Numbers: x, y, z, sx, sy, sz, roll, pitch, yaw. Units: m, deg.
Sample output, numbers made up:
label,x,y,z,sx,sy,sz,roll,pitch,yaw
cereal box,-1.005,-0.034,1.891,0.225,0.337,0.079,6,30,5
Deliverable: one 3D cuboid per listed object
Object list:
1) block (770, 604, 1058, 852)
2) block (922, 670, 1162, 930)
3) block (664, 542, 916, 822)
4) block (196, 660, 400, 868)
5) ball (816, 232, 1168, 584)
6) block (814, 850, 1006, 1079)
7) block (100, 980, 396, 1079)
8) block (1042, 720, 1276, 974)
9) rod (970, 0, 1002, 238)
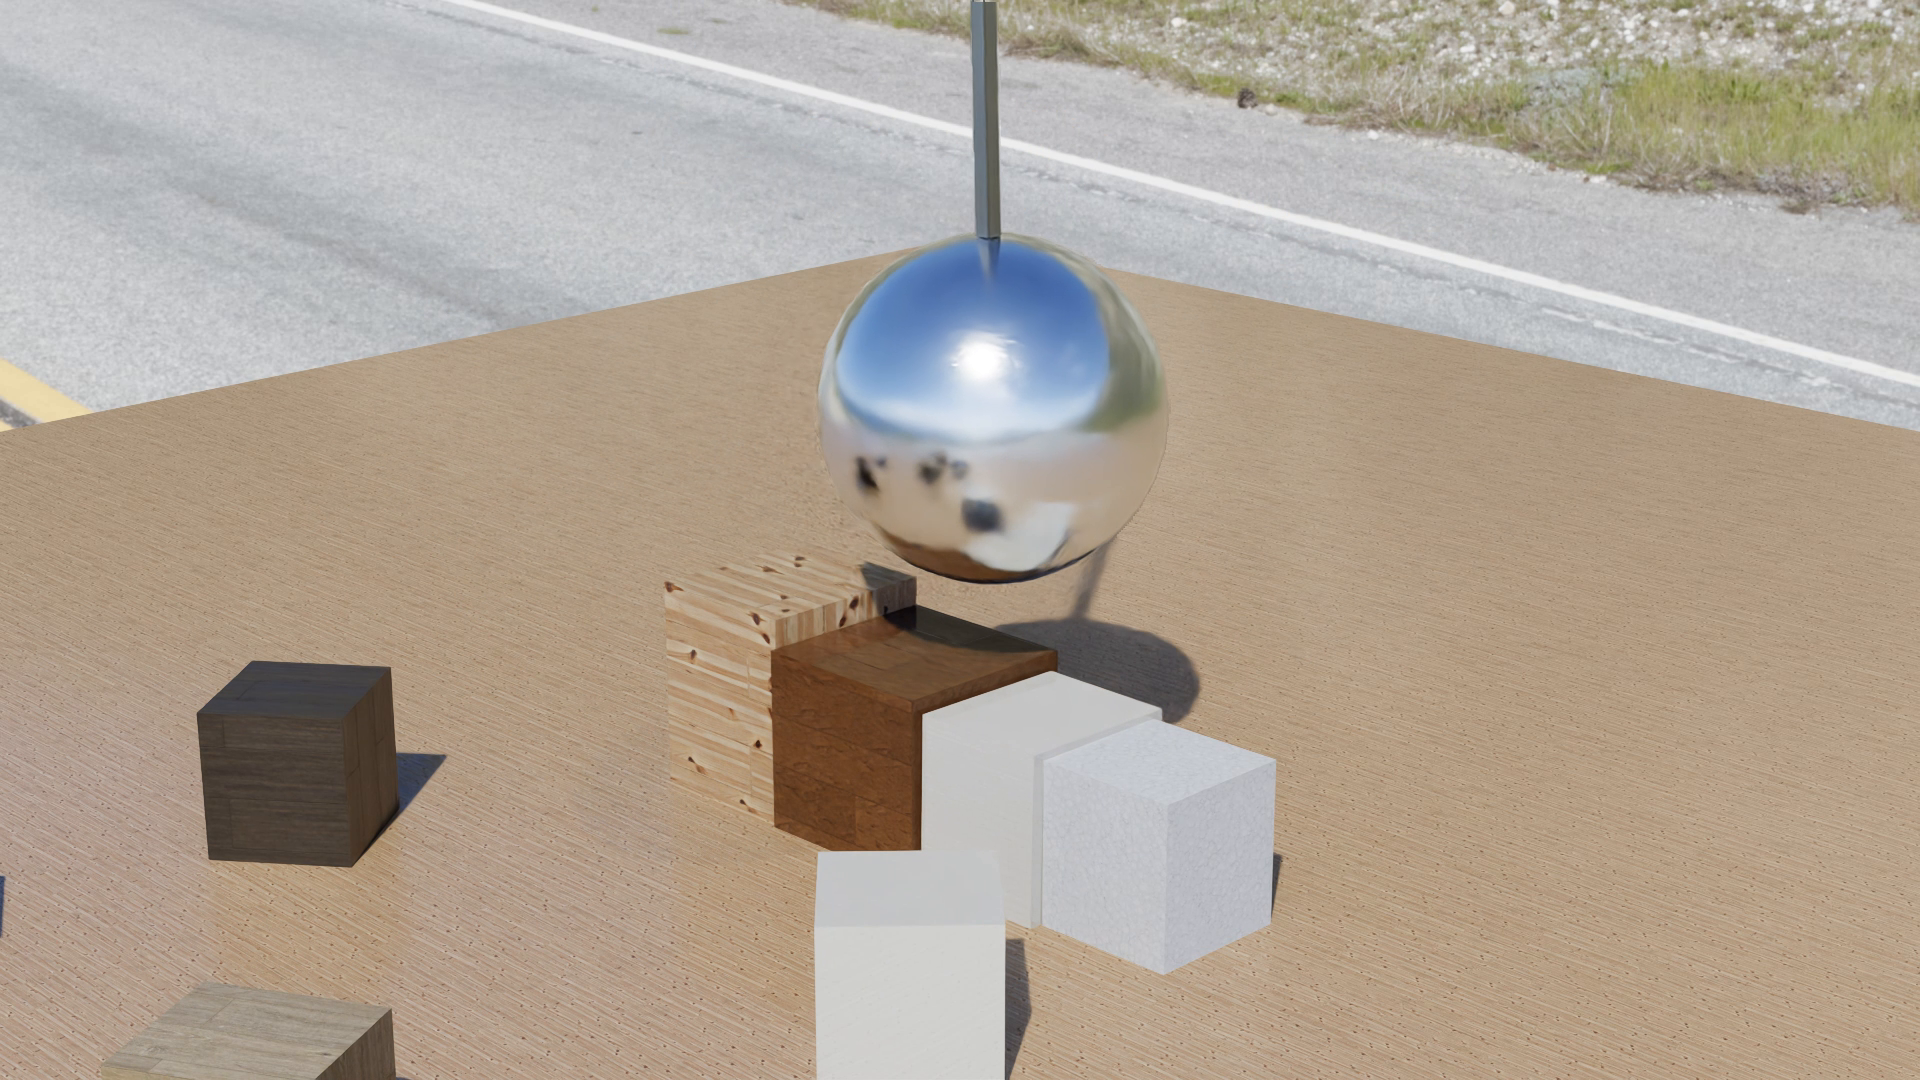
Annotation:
label,x,y,z,sx,sy,sz,roll,pitch,yaw
block,-0.214,0.943,13.853,0.952,0.894,0.948,-17,24,-42
block,0.367,1.161,13.286,0.837,0.819,0.689,-16,24,-43
block,-0.826,0.684,14.451,0.920,1.030,0.812,-17,24,-42
block,-3.102,1.045,13.802,0.687,0.729,0.715,2,18,7
ball,0.145,-0.598,13.306,1.600,1.600,1.600,0,17,0
block,-0.201,1.715,11.681,0.731,0.723,0.718,0,17,-1
block,-2.548,2.089,10.606,0.773,0.655,0.696,5,18,16
block,0.867,1.326,12.825,0.708,0.779,0.720,17,24,42
rod,0.063,-3.815,12.209,0.080,5.200,0.080,17,26,42
